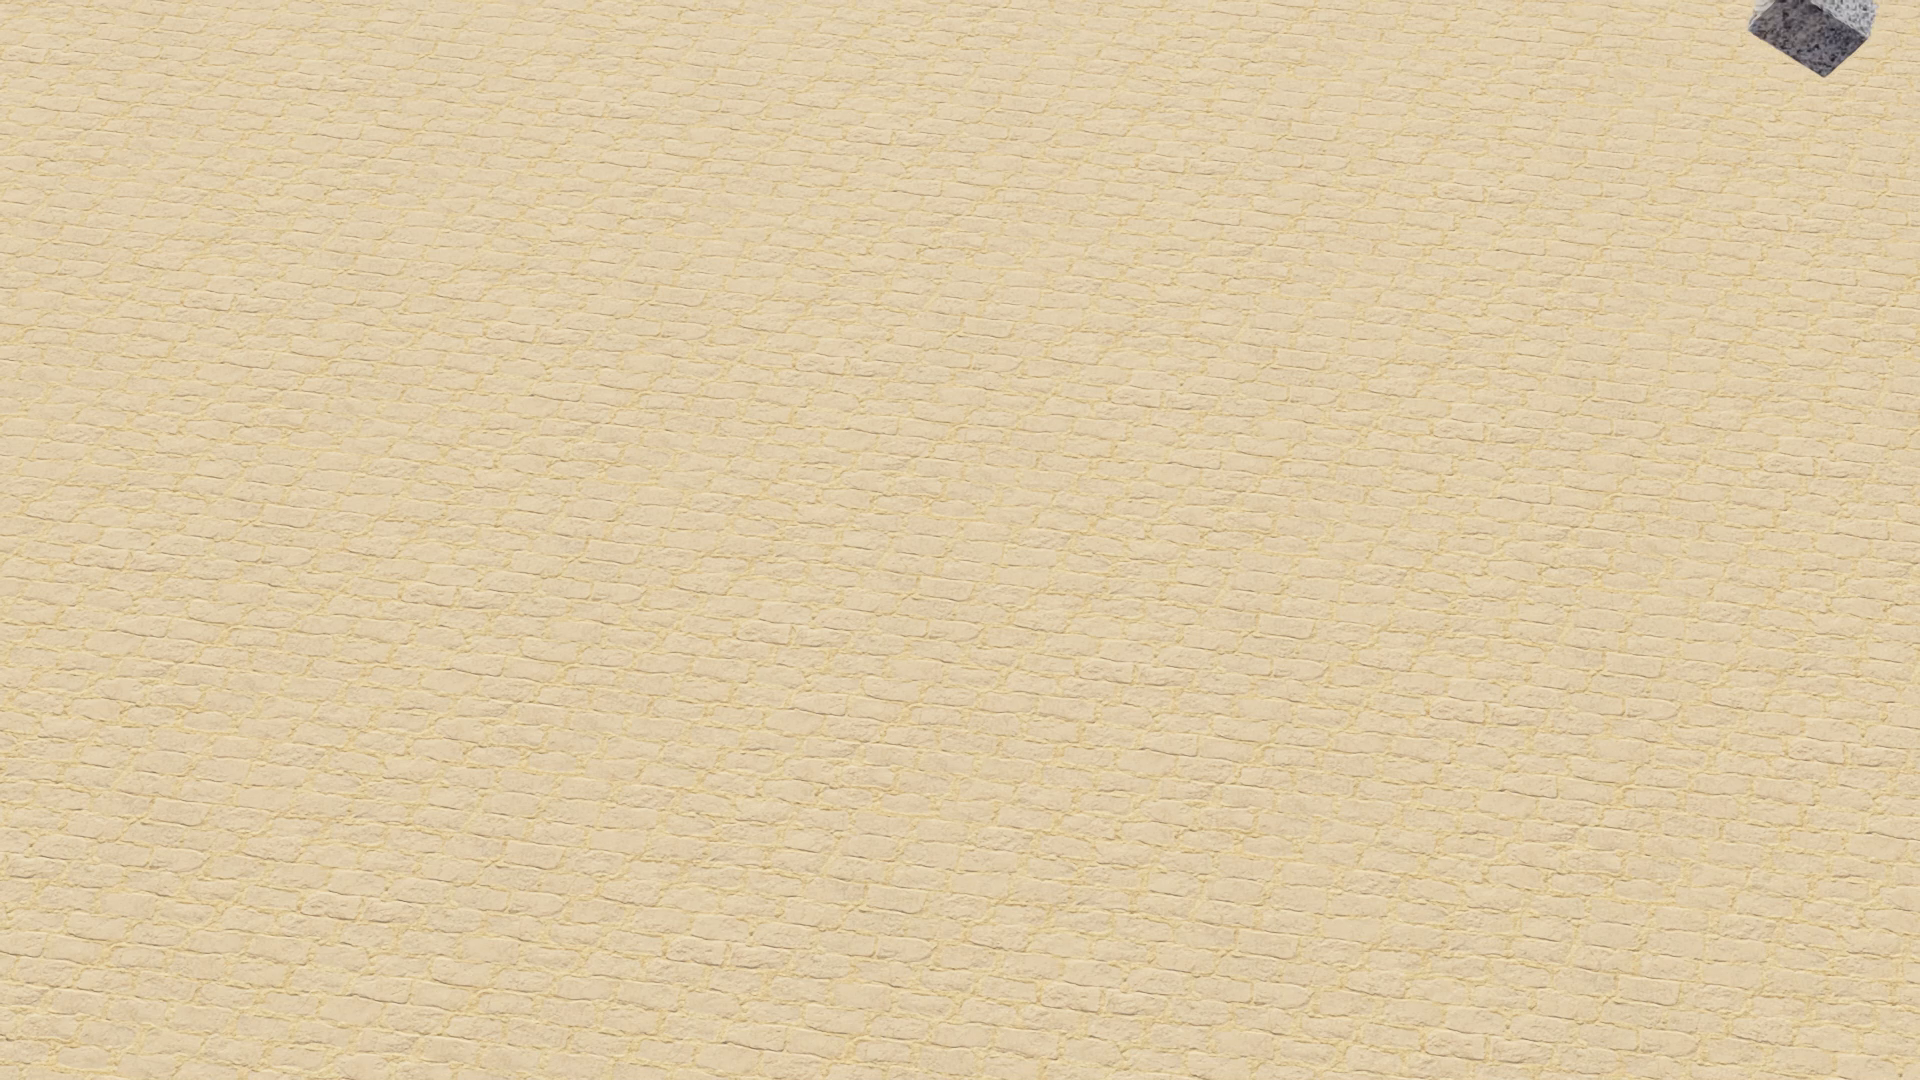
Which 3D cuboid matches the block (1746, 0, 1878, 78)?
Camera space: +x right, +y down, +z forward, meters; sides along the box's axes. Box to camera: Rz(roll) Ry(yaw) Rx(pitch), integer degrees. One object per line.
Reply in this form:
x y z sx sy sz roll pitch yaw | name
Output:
1.994 -1.222 5.146 0.221 0.158 0.117 30 60 -4 | block
